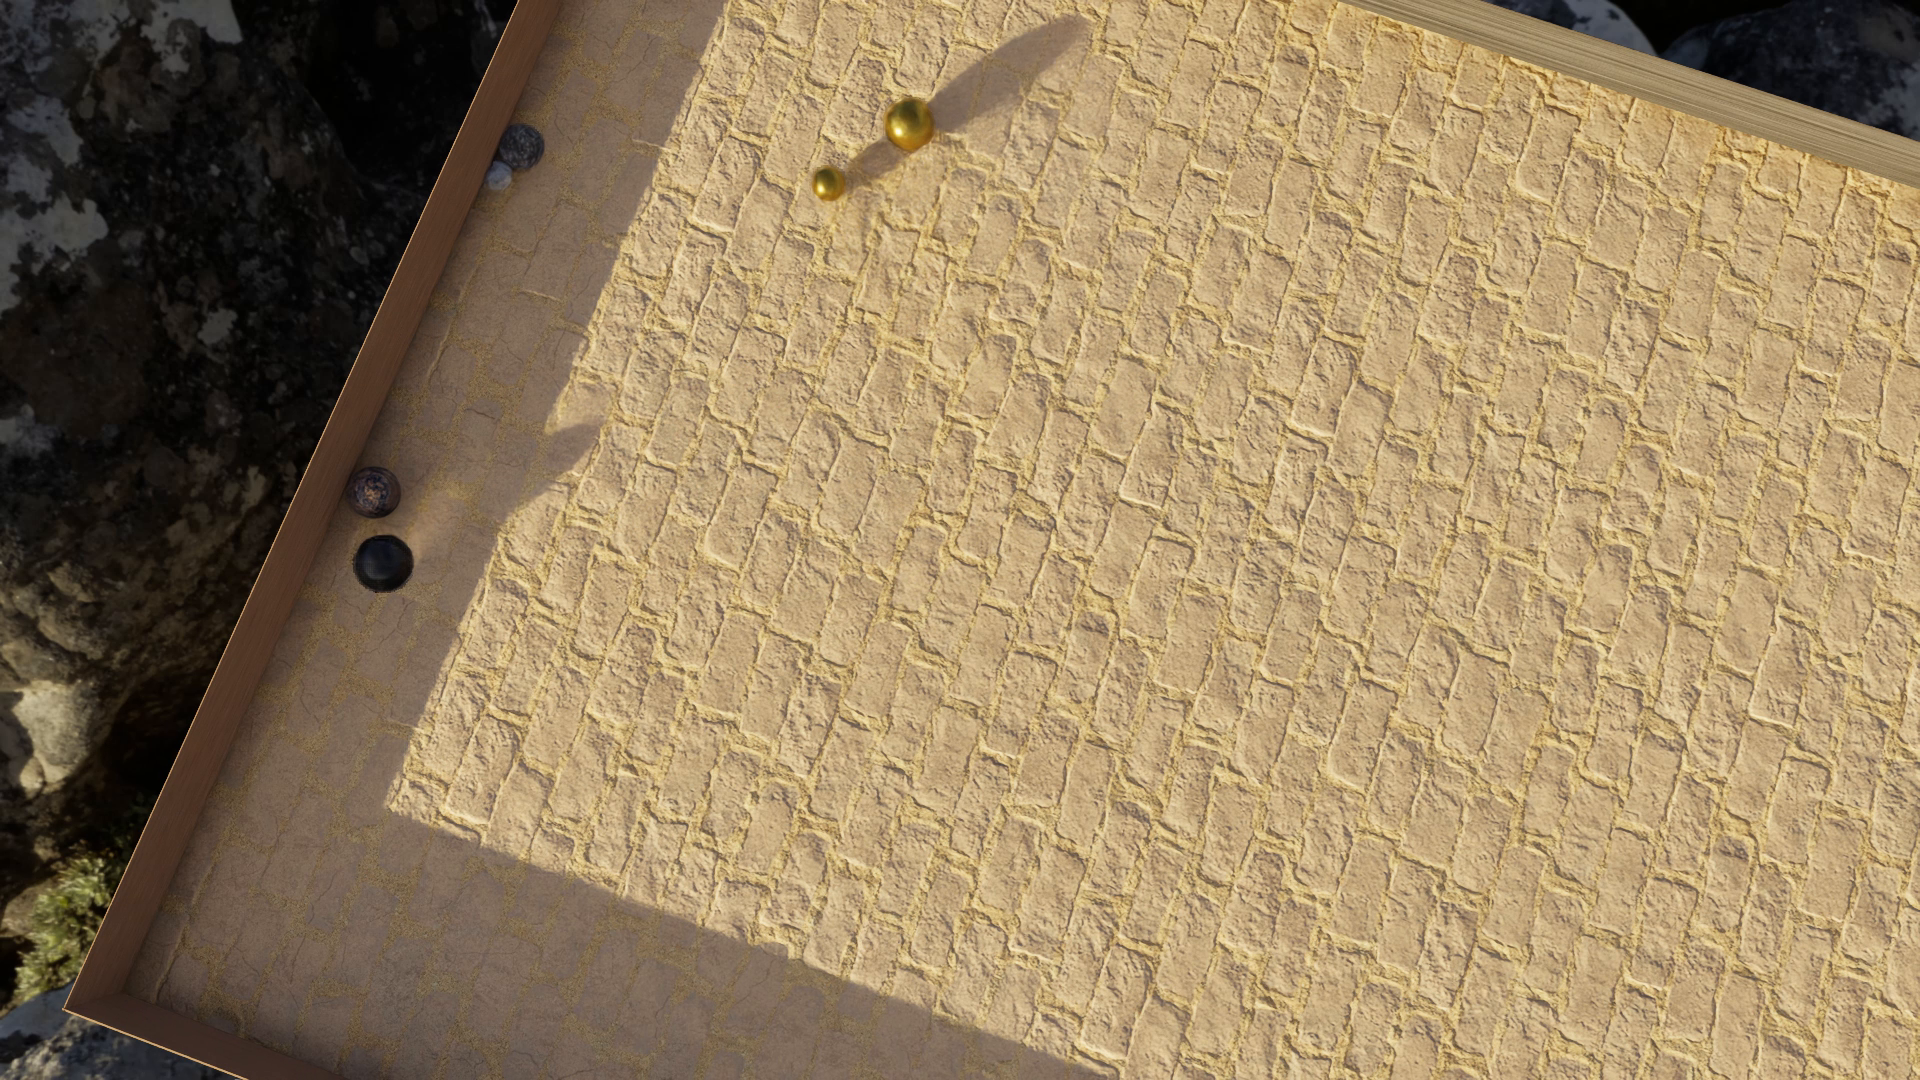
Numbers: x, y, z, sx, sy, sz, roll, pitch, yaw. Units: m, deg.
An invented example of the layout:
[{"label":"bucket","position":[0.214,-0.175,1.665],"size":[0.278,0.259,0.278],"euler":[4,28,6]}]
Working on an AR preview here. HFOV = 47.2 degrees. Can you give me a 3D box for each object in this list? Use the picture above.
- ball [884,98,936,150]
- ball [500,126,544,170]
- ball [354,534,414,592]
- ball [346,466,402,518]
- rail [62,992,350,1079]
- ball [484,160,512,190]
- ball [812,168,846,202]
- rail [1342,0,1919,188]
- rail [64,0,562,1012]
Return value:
[{"label":"ball","position":[-0.079,-0.660,3.496],"size":[0.081,0.081,0.081],"euler":[0,76,0]},{"label":"ball","position":[-0.697,-0.623,3.493],"size":[0.068,0.068,0.068],"euler":[0,76,0]},{"label":"ball","position":[-0.869,0.035,3.318],"size":[0.087,0.087,0.087],"euler":[0,76,0]},{"label":"ball","position":[-0.892,-0.072,3.348],"size":[0.080,0.080,0.080],"euler":[0,76,0]},{"label":"rail","position":[0.529,1.277,2.990],"size":[3.791,0.113,0.045],"euler":[19,77,5]},{"label":"ball","position":[-0.735,-0.580,3.493],"size":[0.047,0.047,0.047],"euler":[0,76,0]},{"label":"ball","position":[-0.208,-0.563,3.485],"size":[0.054,0.054,0.054],"euler":[0,76,0]},{"label":"rail","position":[1.253,-0.664,3.480],"size":[3.791,0.113,0.045],"euler":[19,77,5]},{"label":"rail","position":[-0.869,-0.310,3.390],"size":[0.045,0.113,2.176],"euler":[19,77,5]}]
